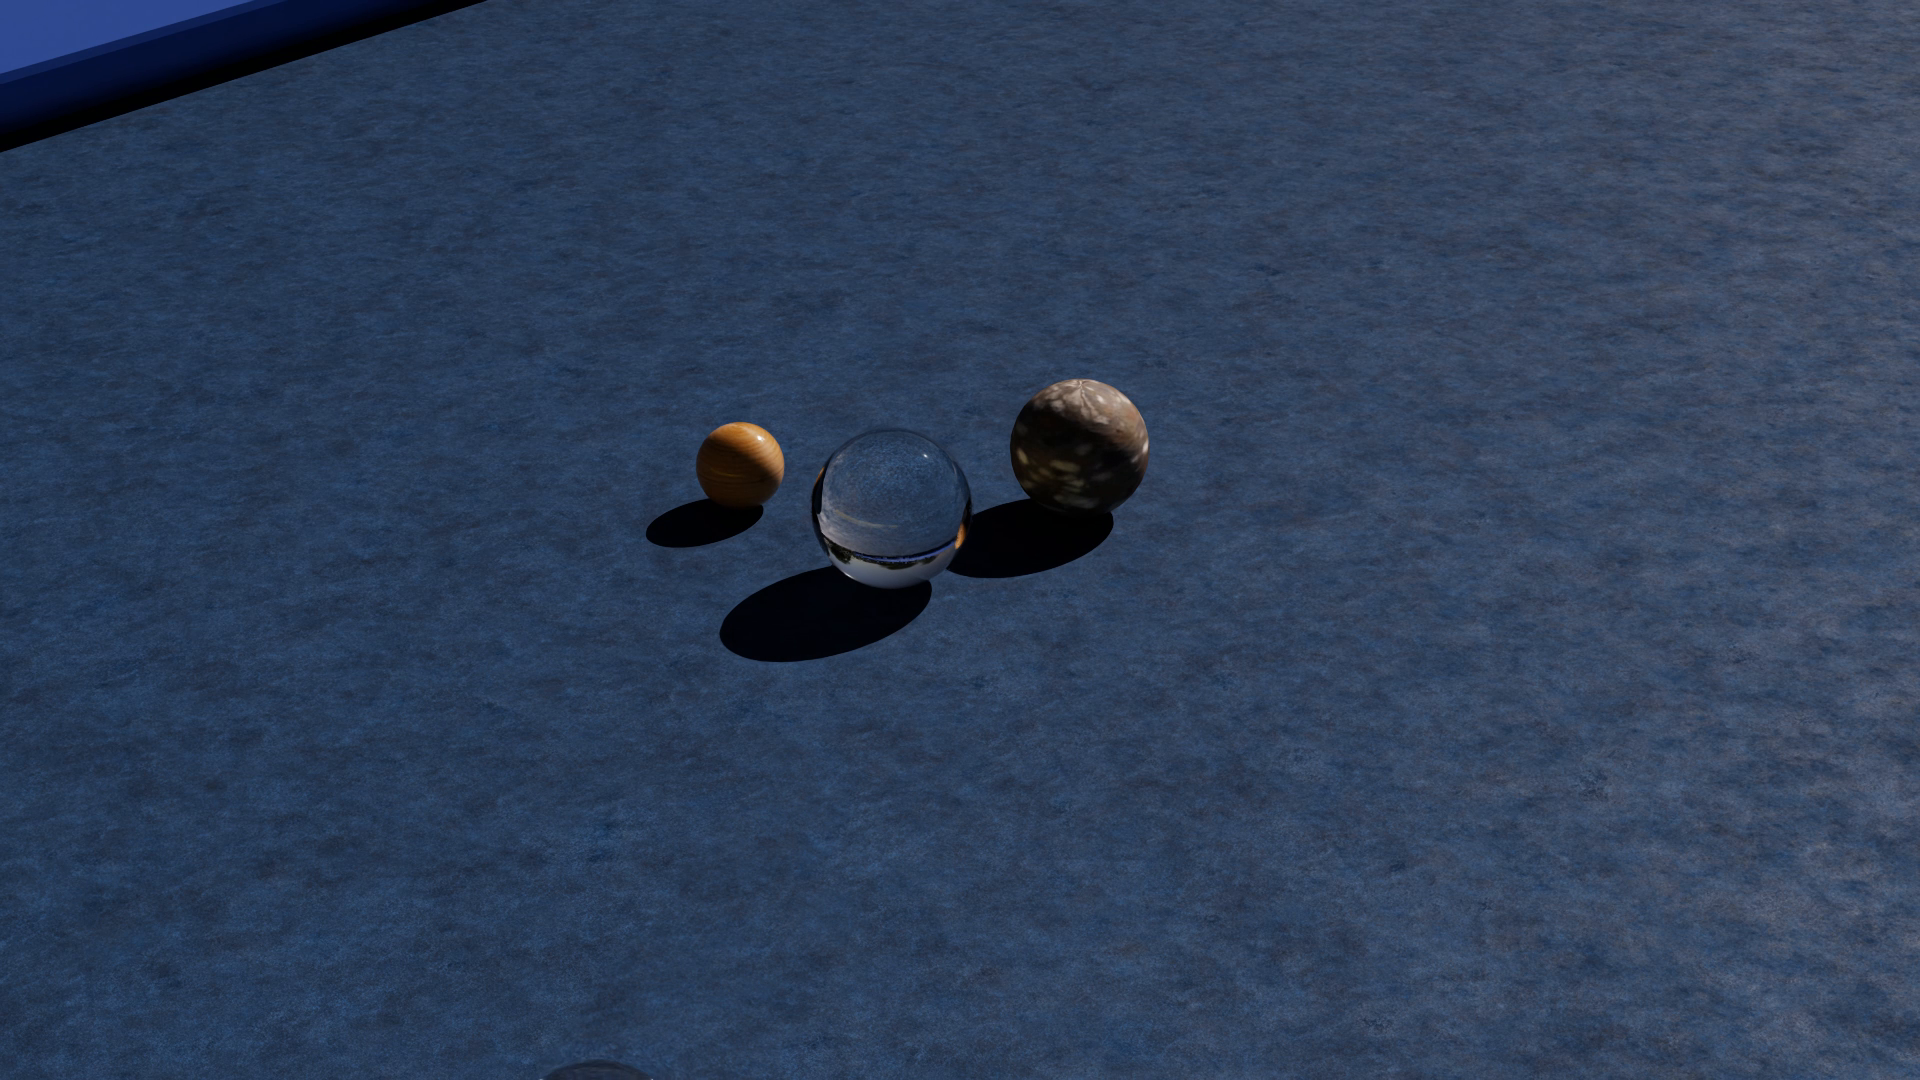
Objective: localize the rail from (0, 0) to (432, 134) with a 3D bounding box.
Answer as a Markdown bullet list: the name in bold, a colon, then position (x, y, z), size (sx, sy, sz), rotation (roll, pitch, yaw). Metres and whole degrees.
- **rail**: position (-0.191, -0.722, 3.055), size (0.045, 0.122, 4.353), rotation (20, 33, 34)

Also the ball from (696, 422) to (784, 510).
- **ball**: position (-0.135, -0.045, 1.807), size (0.055, 0.055, 0.055), rotation (0, 27, 0)

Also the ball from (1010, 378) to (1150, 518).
- **ball**: position (0.073, -0.056, 1.793), size (0.085, 0.085, 0.085), rotation (0, 27, 0)

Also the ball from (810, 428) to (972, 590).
- **ball**: position (-0.040, -0.018, 1.710), size (0.094, 0.094, 0.094), rotation (0, 27, 0)

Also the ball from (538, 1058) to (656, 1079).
- **ball**: position (-0.149, 0.251, 1.200), size (0.078, 0.078, 0.078), rotation (0, 27, 0)
